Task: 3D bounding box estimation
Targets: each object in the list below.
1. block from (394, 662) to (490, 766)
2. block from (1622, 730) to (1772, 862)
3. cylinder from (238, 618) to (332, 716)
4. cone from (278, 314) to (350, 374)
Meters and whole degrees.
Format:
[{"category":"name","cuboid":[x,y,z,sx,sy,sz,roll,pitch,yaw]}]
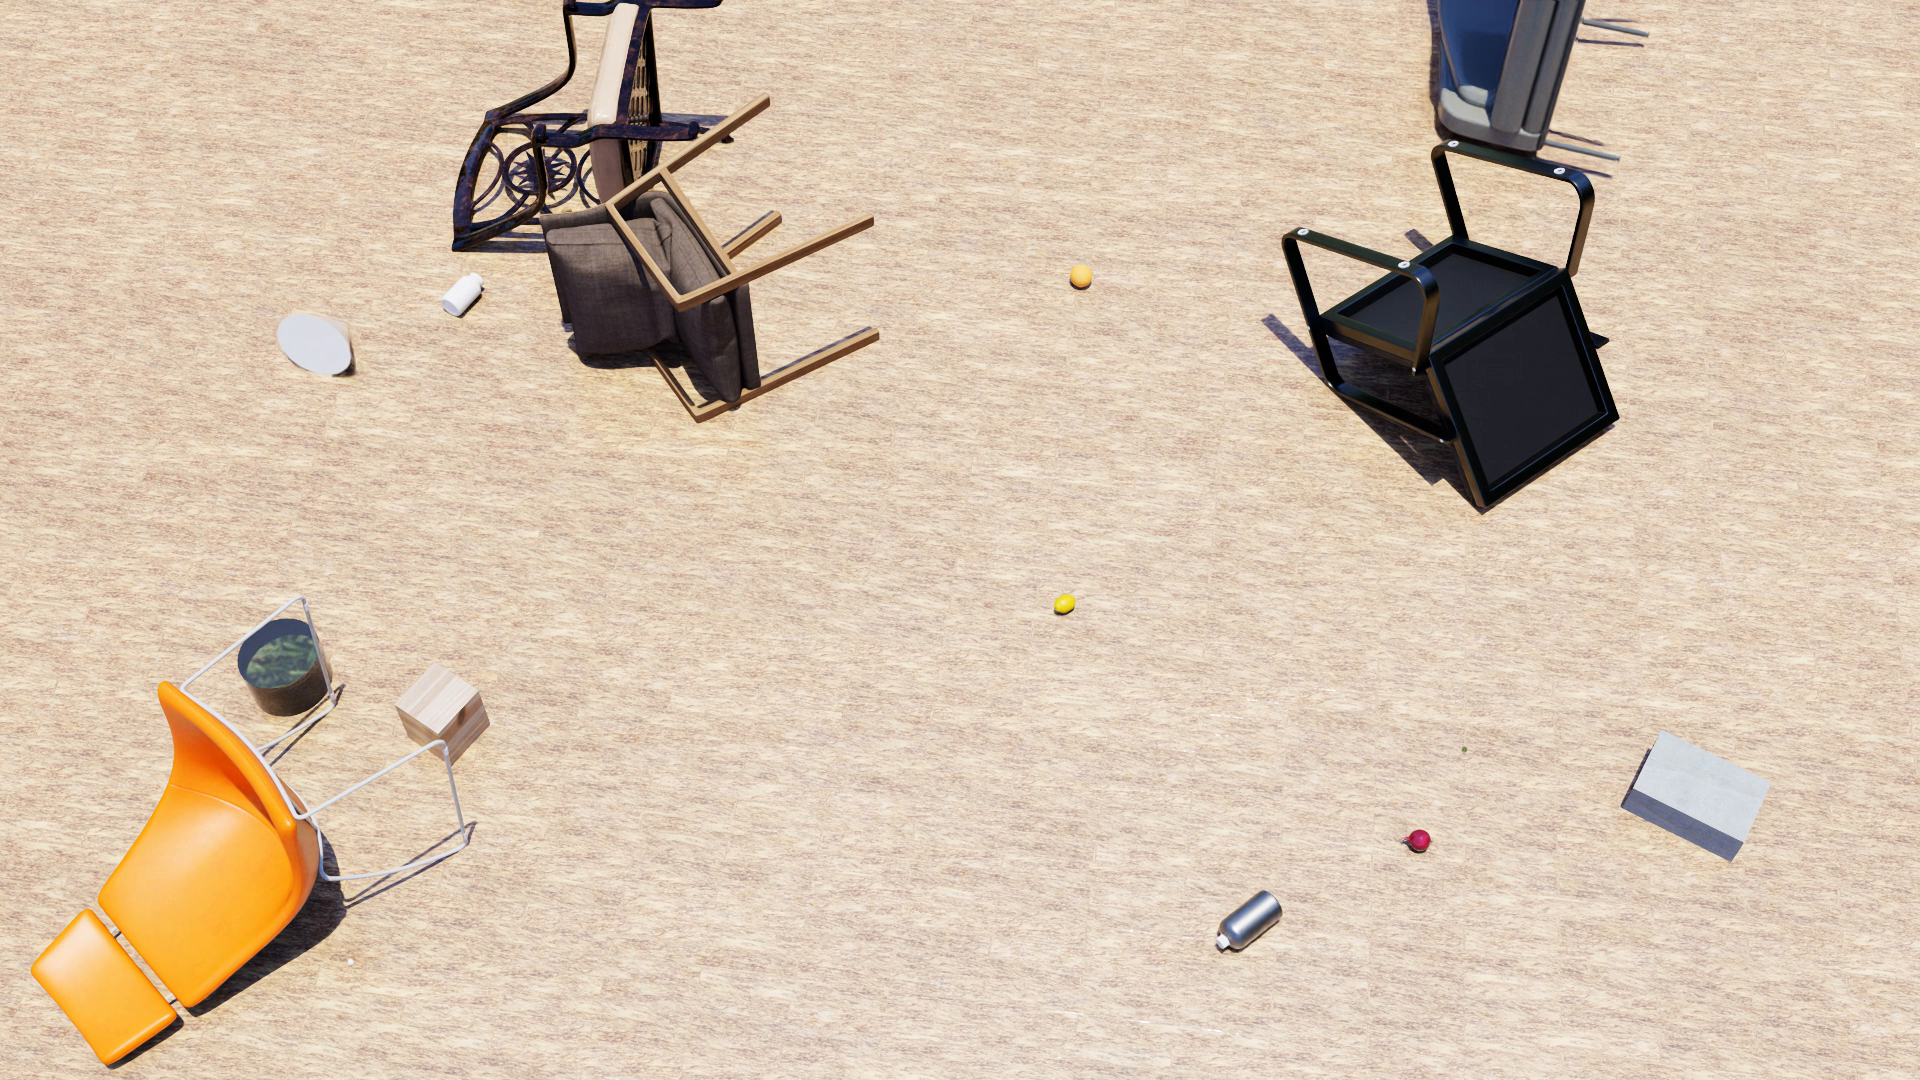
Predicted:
[{"category":"block","cuboid":[-1.442,0.486,6.133,0.161,0.190,0.165,30,61,18]},{"category":"block","cuboid":[2.019,0.701,6.031,0.315,0.121,0.212,27,60,17]},{"category":"cylinder","cuboid":[-1.912,0.362,6.235,0.220,0.160,0.235,30,61,18]},{"category":"cone","cuboid":[-1.989,-0.651,6.959,0.264,0.194,0.189,18,31,12]}]
